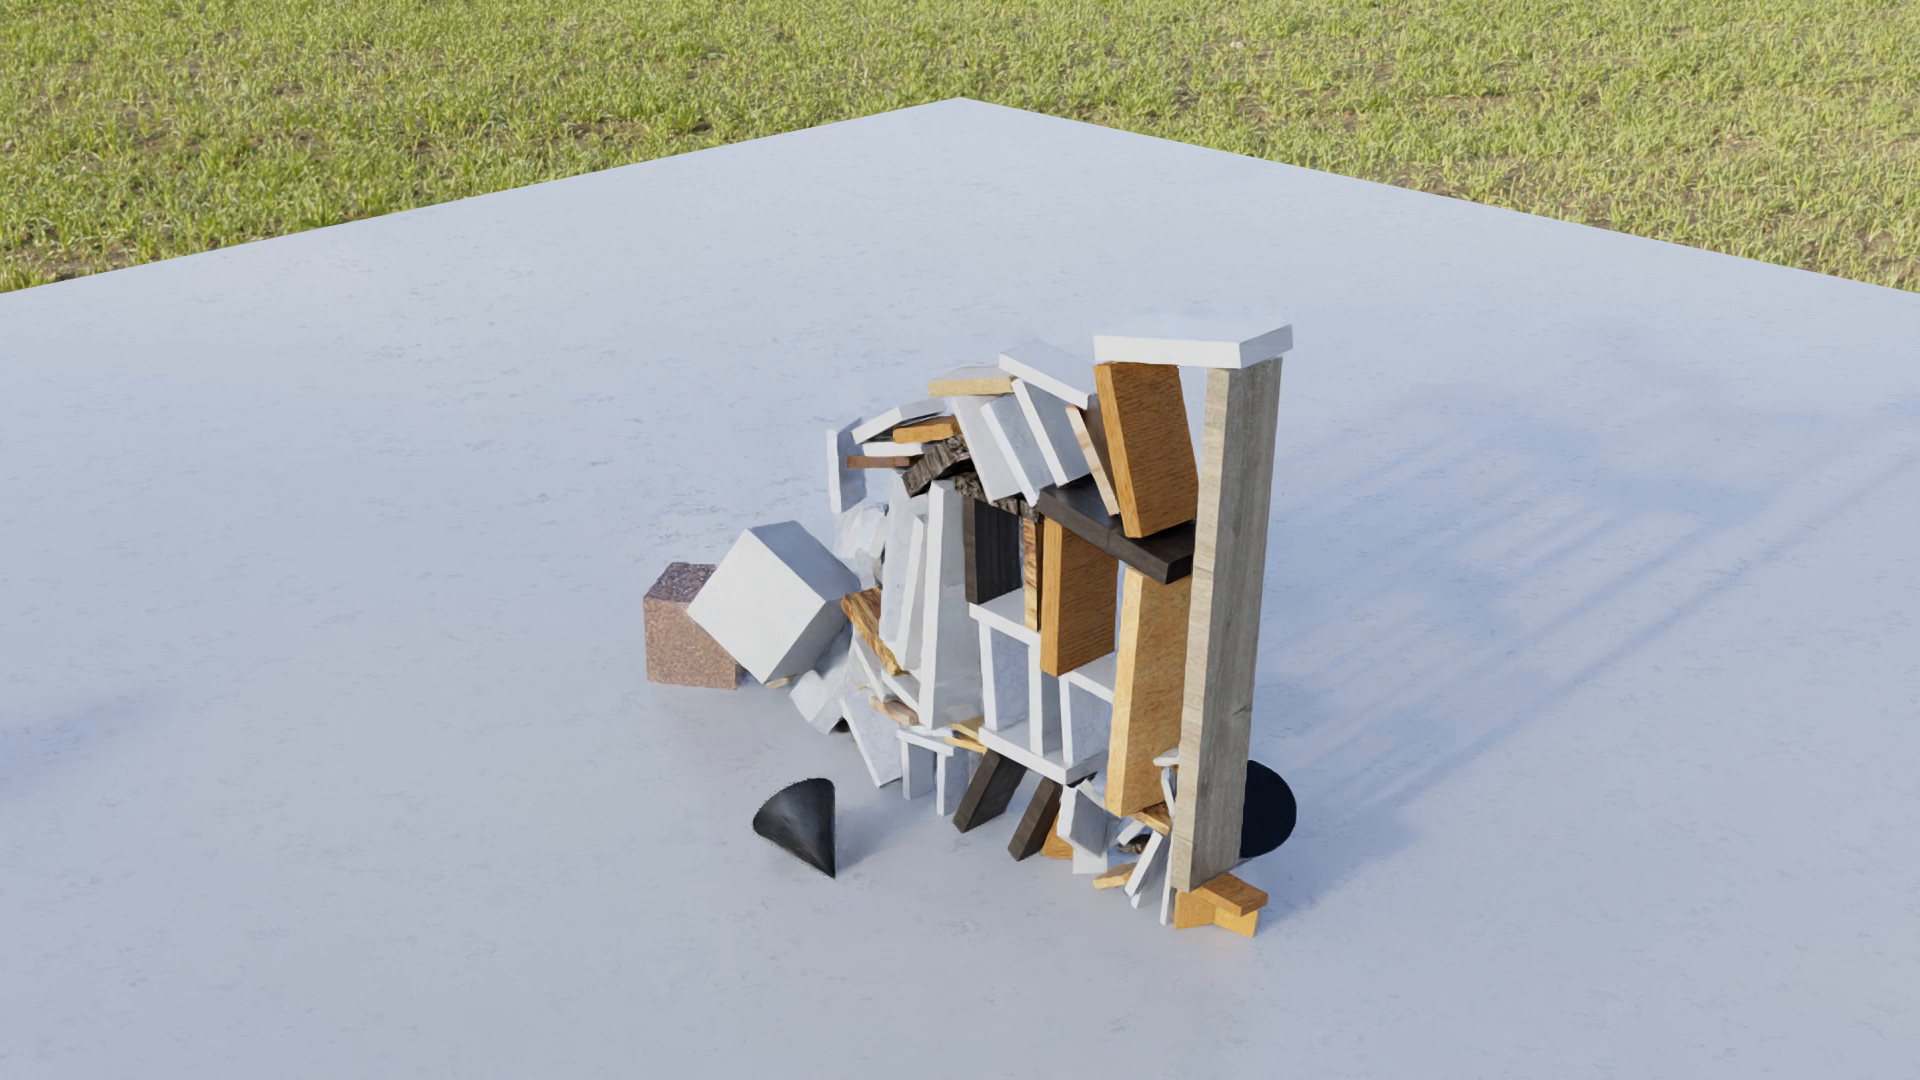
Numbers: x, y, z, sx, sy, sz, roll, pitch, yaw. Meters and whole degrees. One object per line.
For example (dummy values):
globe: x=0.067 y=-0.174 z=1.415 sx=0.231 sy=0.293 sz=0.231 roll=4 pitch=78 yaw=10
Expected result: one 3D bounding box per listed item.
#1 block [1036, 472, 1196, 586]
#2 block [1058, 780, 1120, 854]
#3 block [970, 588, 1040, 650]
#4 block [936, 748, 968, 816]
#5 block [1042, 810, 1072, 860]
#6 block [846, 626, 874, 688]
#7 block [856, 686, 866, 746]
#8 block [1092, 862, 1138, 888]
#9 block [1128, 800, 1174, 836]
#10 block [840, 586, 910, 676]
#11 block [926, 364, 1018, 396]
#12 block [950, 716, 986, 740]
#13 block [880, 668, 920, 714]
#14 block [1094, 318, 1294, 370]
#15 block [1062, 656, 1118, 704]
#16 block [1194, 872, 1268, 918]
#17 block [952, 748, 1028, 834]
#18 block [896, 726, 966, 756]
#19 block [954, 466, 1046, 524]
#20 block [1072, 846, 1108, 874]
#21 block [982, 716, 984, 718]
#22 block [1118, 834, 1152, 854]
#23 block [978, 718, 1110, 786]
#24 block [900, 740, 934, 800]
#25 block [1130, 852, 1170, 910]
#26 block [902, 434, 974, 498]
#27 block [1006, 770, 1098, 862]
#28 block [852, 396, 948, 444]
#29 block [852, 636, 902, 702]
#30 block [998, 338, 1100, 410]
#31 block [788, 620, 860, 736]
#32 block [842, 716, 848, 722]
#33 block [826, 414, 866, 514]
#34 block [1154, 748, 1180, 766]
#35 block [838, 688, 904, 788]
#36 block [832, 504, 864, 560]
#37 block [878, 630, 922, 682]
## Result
block: x=0.297 y=-0.028 z=3.846 sx=0.152 sy=0.043 sz=0.304 roll=-22 pitch=41 yaw=-40
block: x=0.255 y=0.526 z=4.179 sx=0.066 sy=0.019 sz=0.131 roll=-36 pitch=77 yaw=-13
block: x=0.133 y=0.148 z=4.131 sx=0.110 sy=0.031 sz=0.220 roll=-21 pitch=31 yaw=-37
block: x=-0.015 y=0.482 z=4.443 sx=0.020 sy=0.140 sz=0.070 roll=22 pitch=30 yaw=40
block: x=0.210 y=0.563 z=4.251 sx=0.066 sy=0.131 sz=0.019 roll=9 pitch=36 yaw=-17
block: x=-0.176 y=0.213 z=4.615 sx=0.099 sy=0.028 sz=0.199 roll=13 pitch=64 yaw=-11
block: x=-0.165 y=0.349 z=4.677 sx=0.099 sy=0.199 sz=0.028 roll=-8 pitch=30 yaw=-25
block: x=0.304 y=0.632 z=4.154 sx=0.061 sy=0.017 sz=0.121 roll=-26 pitch=-1 yaw=-27
block: x=0.344 y=0.489 z=3.992 sx=0.138 sy=0.020 sz=0.069 roll=26 pitch=29 yaw=35
block: x=-0.143 y=0.186 z=4.538 sx=0.110 sy=0.031 sz=0.220 roll=-14 pitch=48 yaw=-31
block: x=0.048 y=-0.291 z=3.986 sx=0.200 sy=0.028 sz=0.100 roll=0 pitch=19 yaw=42
block: x=0.017 y=0.362 z=4.346 sx=0.112 sy=0.016 sz=0.056 roll=23 pitch=32 yaw=36
block: x=-0.083 y=0.303 z=4.452 sx=0.079 sy=0.022 sz=0.157 roll=-17 pitch=42 yaw=-34
block: x=0.387 y=-0.329 z=3.658 sx=0.299 sy=0.042 sz=0.149 roll=8 pitch=22 yaw=42
block: x=0.260 y=0.249 z=4.023 sx=0.087 sy=0.025 sz=0.174 roll=-19 pitch=31 yaw=-37
block: x=0.464 y=0.618 z=3.896 sx=0.074 sy=0.021 sz=0.148 roll=-16 pitch=28 yaw=-41
block: x=0.073 y=0.475 z=4.351 sx=0.118 sy=0.237 sz=0.034 roll=-21 pitch=57 yaw=-40
block: x=-0.051 y=0.397 z=4.438 sx=0.140 sy=0.020 sz=0.070 roll=15 pitch=27 yaw=31
block: x=0.109 y=-0.091 z=4.033 sx=0.113 sy=0.032 sz=0.226 roll=-22 pitch=32 yaw=-38
block: x=0.251 y=0.580 z=4.225 sx=0.066 sy=0.131 sz=0.019 roll=-1 pitch=25 yaw=-3
block: x=-0.017 y=0.346 z=4.726 sx=0.265 sy=0.110 sz=0.031 roll=19 pitch=38 yaw=40
block: x=0.355 y=0.569 z=4.113 sx=0.061 sy=0.017 sz=0.122 roll=-15 pitch=3 yaw=-30
block: x=0.159 y=0.394 z=4.207 sx=0.118 sy=0.034 sz=0.237 roll=-20 pitch=30 yaw=-39
block: x=-0.086 y=0.456 z=4.505 sx=0.070 sy=0.140 sz=0.020 roll=-21 pitch=29 yaw=-41
block: x=0.359 y=0.631 z=4.114 sx=0.061 sy=0.121 sz=0.017 roll=-16 pitch=41 yaw=-35
block: x=0.010 y=-0.156 z=4.138 sx=0.162 sy=0.046 sz=0.324 roll=-19 pitch=-5 yaw=-18
block: x=0.180 y=0.517 z=4.250 sx=0.118 sy=0.237 sz=0.034 roll=-19 pitch=55 yaw=-38
block: x=-0.118 y=-0.230 z=4.241 sx=0.101 sy=0.029 sz=0.202 roll=-15 pitch=-3 yaw=-31
block: x=-0.154 y=0.261 z=4.524 sx=0.079 sy=0.022 sz=0.158 roll=-8 pitch=50 yaw=-28
block: x=0.178 y=-0.292 z=3.858 sx=0.202 sy=0.029 sz=0.101 roll=29 pitch=37 yaw=33
block: x=-0.221 y=0.246 z=4.791 sx=0.050 sy=0.354 sz=0.177 roll=39 pitch=1 yaw=-25
block: x=-0.171 y=0.343 z=4.732 sx=0.080 sy=0.160 sz=0.023 roll=38 pitch=7 yaw=-31
block: x=-0.231 y=-0.154 z=4.468 sx=0.026 sy=0.183 sz=0.091 roll=14 pitch=31 yaw=29
block: x=0.392 y=0.382 z=3.895 sx=0.048 sy=0.014 sz=0.096 roll=-26 pitch=7 yaw=-36
block: x=-0.166 y=0.405 z=4.578 sx=0.099 sy=0.199 sz=0.028 roll=-20 pitch=-12 yaw=-26
block: x=-0.245 y=-0.021 z=4.820 sx=0.033 sy=0.118 sz=0.236 roll=11 pitch=0 yaw=-7
block: x=-0.061 y=0.231 z=4.436 sx=0.110 sy=0.031 sz=0.221 roll=-13 pitch=39 yaw=-31
